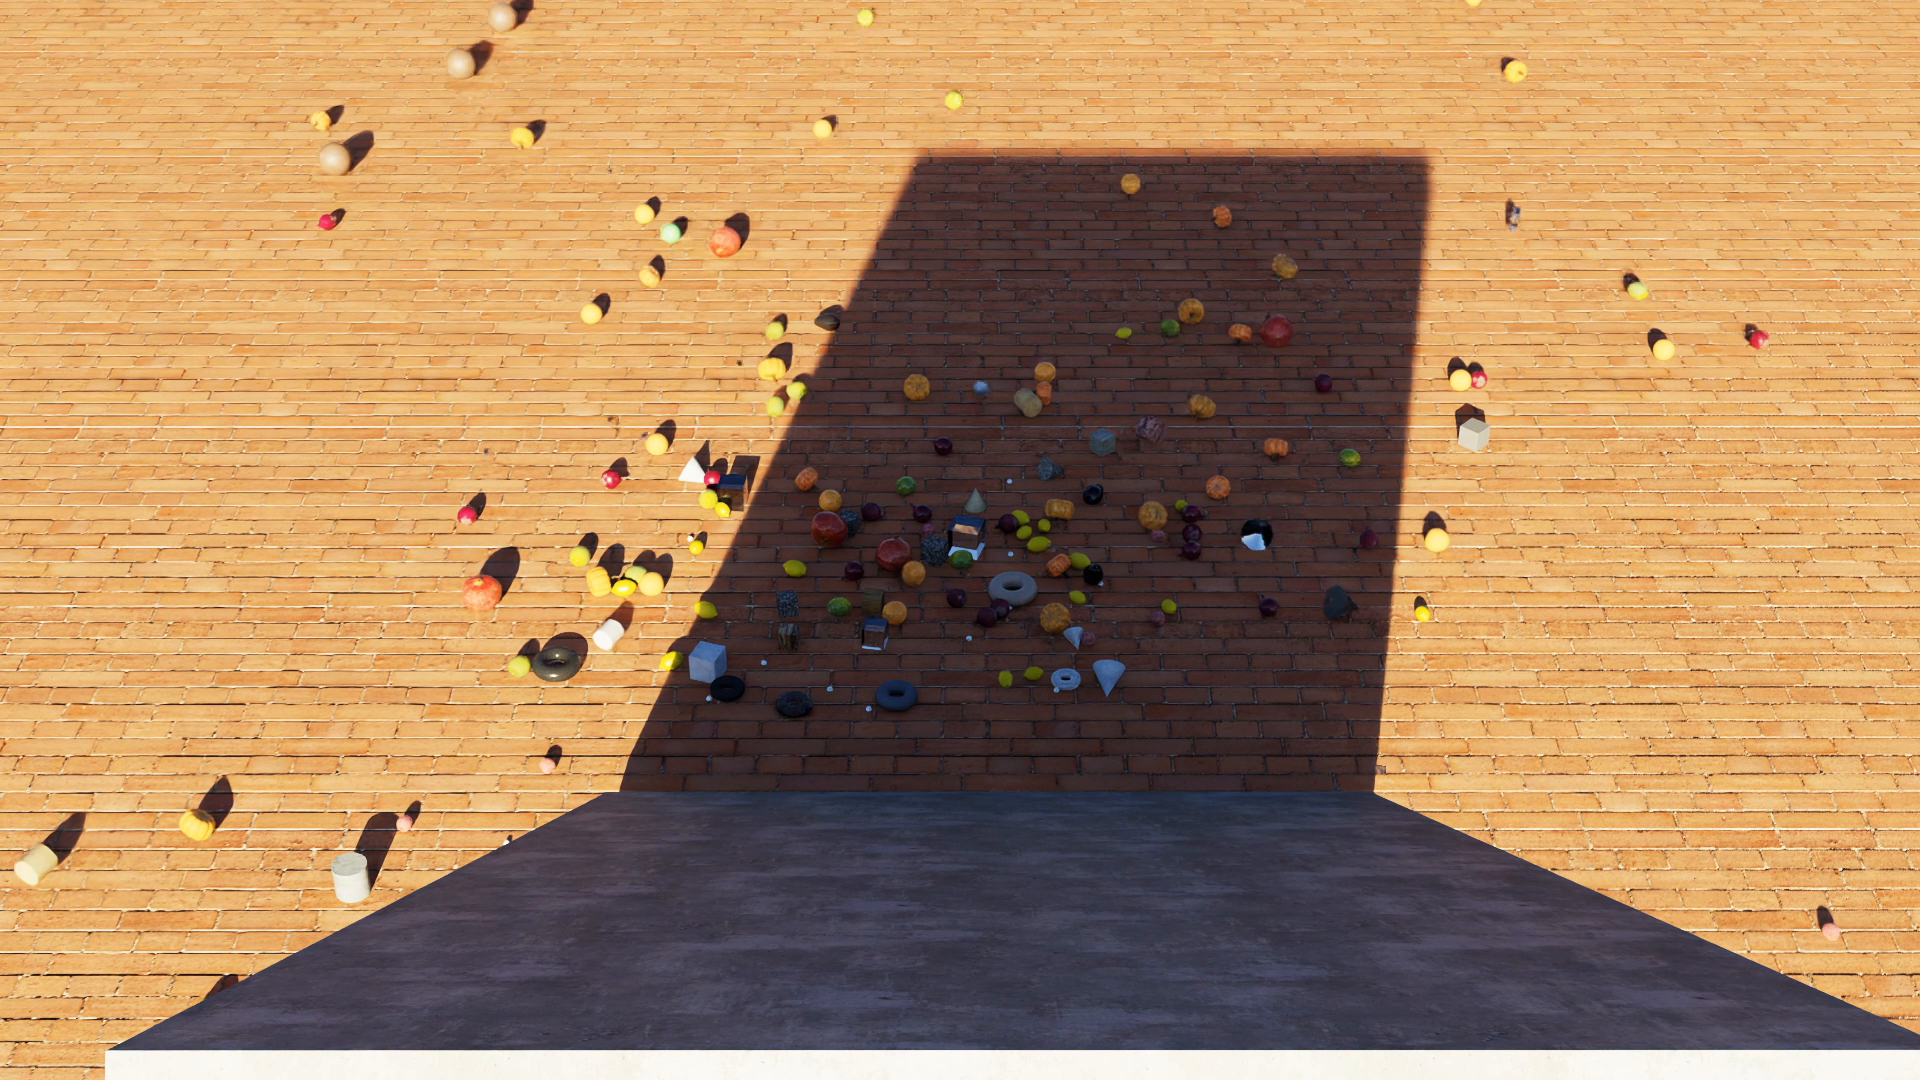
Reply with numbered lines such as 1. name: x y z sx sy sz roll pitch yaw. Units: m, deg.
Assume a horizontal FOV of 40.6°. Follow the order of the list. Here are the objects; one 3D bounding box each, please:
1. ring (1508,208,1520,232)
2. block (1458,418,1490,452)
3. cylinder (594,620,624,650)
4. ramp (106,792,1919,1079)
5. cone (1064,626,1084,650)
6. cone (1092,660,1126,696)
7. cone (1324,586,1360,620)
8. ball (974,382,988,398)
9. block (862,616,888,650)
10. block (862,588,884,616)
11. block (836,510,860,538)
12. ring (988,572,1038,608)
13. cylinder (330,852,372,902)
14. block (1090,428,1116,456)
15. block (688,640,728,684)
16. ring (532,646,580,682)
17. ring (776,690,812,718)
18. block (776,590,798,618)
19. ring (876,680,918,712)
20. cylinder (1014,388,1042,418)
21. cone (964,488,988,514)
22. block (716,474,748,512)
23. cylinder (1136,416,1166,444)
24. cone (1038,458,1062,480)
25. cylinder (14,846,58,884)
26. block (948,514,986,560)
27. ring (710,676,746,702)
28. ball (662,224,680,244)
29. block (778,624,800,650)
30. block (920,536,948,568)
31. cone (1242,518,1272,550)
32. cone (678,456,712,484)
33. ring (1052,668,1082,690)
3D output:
1. ring: 2.045 -1.182 9.570 0.030 0.091 0.091 15 36 9
2. block: 1.654 -0.338 8.351 0.070 0.070 0.070 28 43 34
3. cylinder: -1.010 0.272 7.461 0.063 0.063 0.063 15 37 21
4. ramp: 0.076 0.656 4.804 2.000 0.100 4.000 0 -2 0
5. cone: 0.332 0.290 7.467 0.060 0.060 0.060 -7 62 -11
6. cone: 0.415 0.399 7.293 0.094 0.094 0.094 3 61 5
7. cone: 1.133 0.193 7.595 0.098 0.098 0.098 13 26 -31
8. ball: 0.070 -0.497 8.599 0.052 0.052 0.052 0 34 0
9. block: -0.244 0.269 7.464 0.065 0.065 0.065 6 35 8
10. block: -0.254 0.181 7.599 0.058 0.058 0.058 5 35 7
11. block: -0.342 -0.052 7.942 0.056 0.056 0.056 10 36 15
12. ring: 0.155 0.145 7.660 0.148 0.049 0.148 -1 35 1
13. cylinder: -1.543 0.856 6.581 0.090 0.090 0.090 0 34 0
14. block: 0.458 -0.313 8.324 0.058 0.058 0.058 -25 42 -32
15. block: -0.712 0.346 7.338 0.079 0.079 0.079 11 36 16
16. ring: -1.144 0.352 7.359 0.139 0.046 0.139 1 35 -1
17. ring: -0.461 0.457 7.216 0.105 0.035 0.105 0 33 0
18. block: -0.505 0.187 7.593 0.055 0.055 0.055 -7 35 -10
19. ring: -0.177 0.434 7.244 0.120 0.040 0.120 1 34 -1
20. cylinder: 0.223 -0.450 8.514 0.071 0.071 0.071 -15 37 -21
21. cone: 0.048 -0.132 8.044 0.074 0.074 0.074 0 34 0
22. block: -0.706 -0.146 8.058 0.082 0.082 0.082 3 34 4
23. cylinder: 0.616 -0.354 8.372 0.071 0.071 0.071 26 42 33
24. cone: 0.296 -0.221 8.210 0.073 0.073 0.073 8 24 -40
25. cylinder: -2.360 0.830 6.633 0.074 0.074 0.074 19 25 26
26. block: 0.020 -0.009 7.848 0.092 0.092 0.092 9 35 13
27. ring: -0.652 0.416 7.278 0.100 0.033 0.100 -1 34 1
28. ball: -1.057 -1.121 9.497 0.072 0.072 0.072 0 34 0
29. block: -0.492 0.278 7.460 0.055 0.055 0.055 2 34 2
30. block: -0.077 0.034 7.809 0.064 0.064 0.064 15 37 21
31. cone: 0.913 -0.022 7.909 0.098 0.098 0.098 11 9 15
32. cone: -0.822 -0.202 8.175 0.094 0.094 0.094 32 38 -1
33. ring: 0.299 0.393 7.315 0.085 0.028 0.085 -1 35 1
